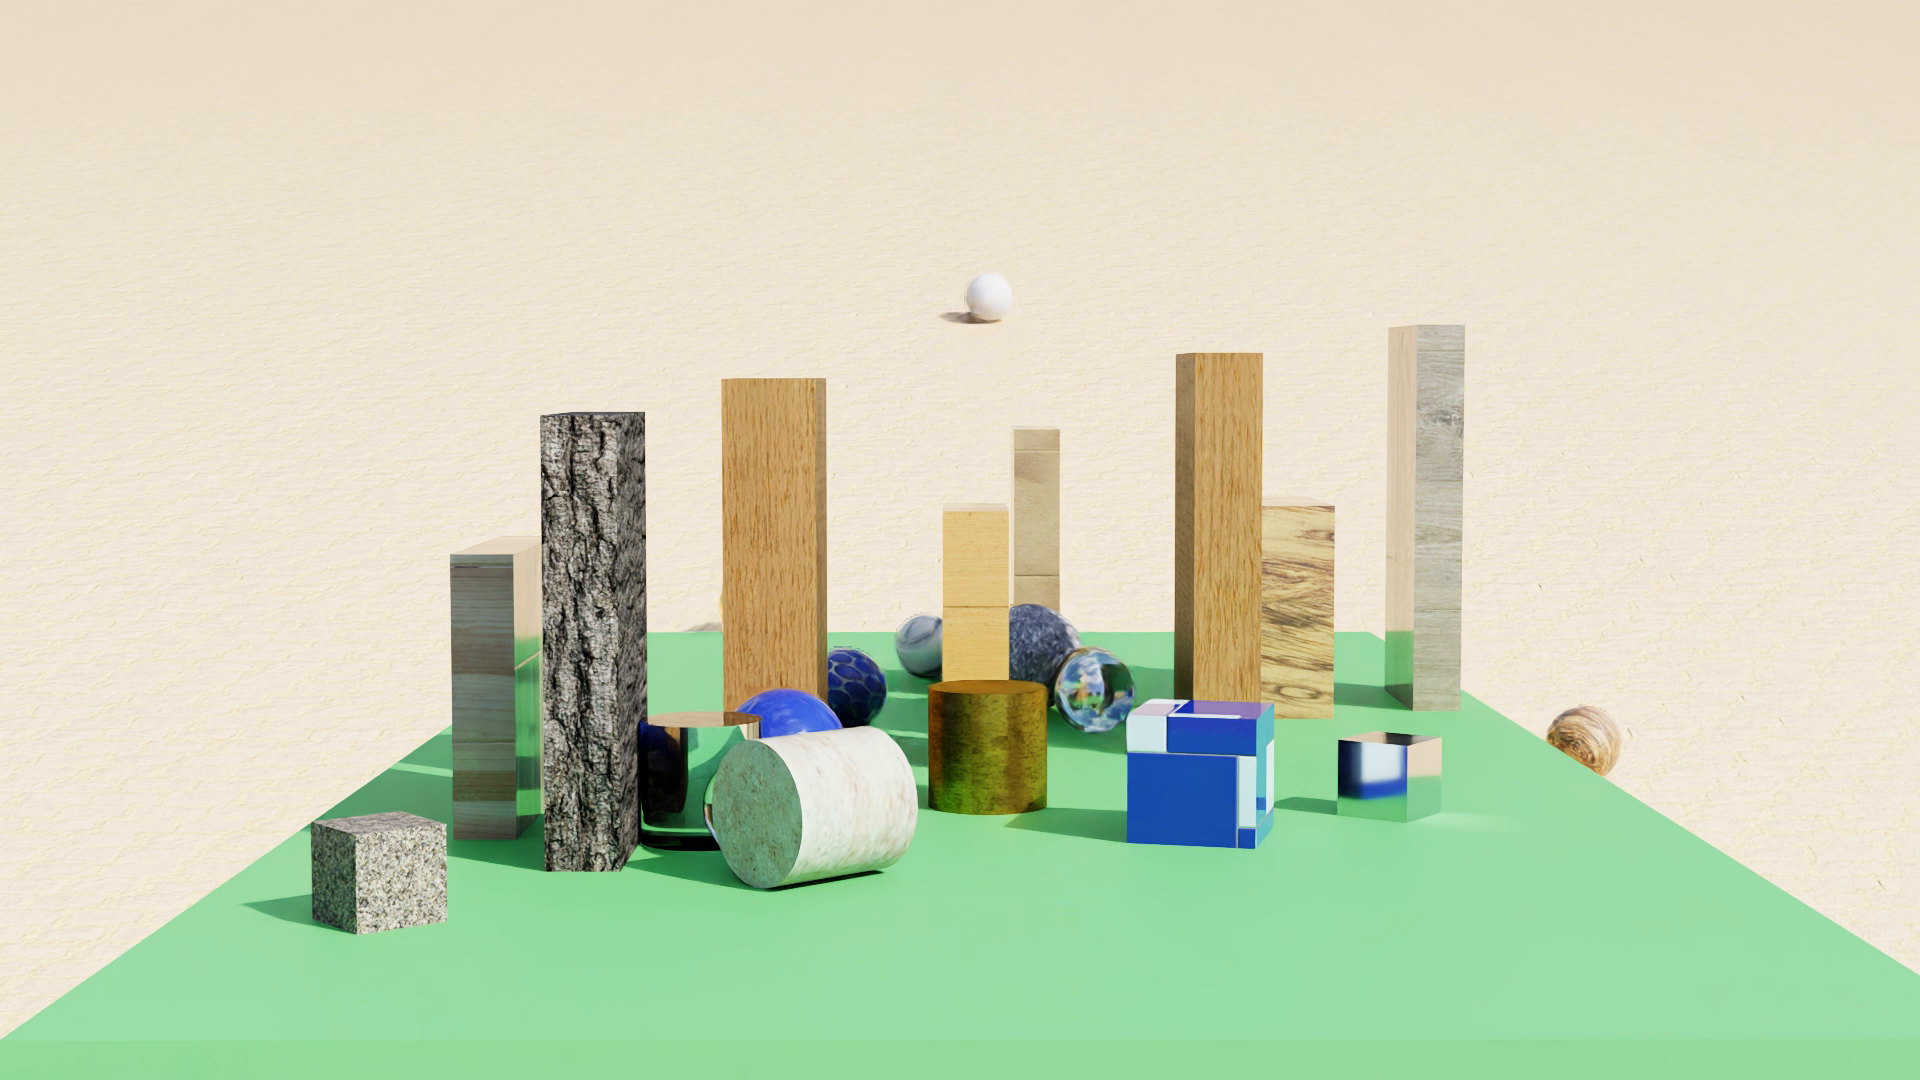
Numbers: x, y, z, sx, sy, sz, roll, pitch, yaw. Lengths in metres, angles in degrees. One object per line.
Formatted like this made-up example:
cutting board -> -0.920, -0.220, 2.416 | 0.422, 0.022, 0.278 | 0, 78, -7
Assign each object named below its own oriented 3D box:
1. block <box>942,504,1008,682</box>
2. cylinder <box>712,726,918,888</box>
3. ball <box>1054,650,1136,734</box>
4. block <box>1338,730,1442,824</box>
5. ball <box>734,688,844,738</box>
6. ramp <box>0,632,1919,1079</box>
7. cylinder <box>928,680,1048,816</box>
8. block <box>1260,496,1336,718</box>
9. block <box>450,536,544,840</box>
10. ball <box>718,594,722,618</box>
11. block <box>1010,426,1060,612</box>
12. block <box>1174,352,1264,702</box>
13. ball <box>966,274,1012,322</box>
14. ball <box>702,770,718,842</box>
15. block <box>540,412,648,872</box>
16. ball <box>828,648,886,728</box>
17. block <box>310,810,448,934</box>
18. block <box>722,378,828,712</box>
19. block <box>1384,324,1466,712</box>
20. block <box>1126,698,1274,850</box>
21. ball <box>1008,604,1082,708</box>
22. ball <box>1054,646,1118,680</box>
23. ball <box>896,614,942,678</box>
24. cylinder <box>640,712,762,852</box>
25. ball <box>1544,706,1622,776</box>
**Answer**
block -> 0.026, 0.158, 4.379 | 0.109, 0.430, 0.263 | 0, 4, 0
cylinder -> -0.189, 0.346, 3.343 | 0.190, 0.190, 0.190 | -3, 17, -42
ball -> 0.246, 0.278, 4.693 | 0.151, 0.151, 0.151 | 0, 20, 0
block -> 0.641, 0.352, 3.830 | 0.114, 0.114, 0.114 | 3, 5, 36
ball -> -0.261, 0.316, 3.795 | 0.193, 0.193, 0.193 | 0, 20, 0
ramp -> 0.046, 0.414, 4.536 | 2.000, 0.100, 4.000 | 0, 4, 0
cylinder -> 0.042, 0.313, 3.909 | 0.182, 0.182, 0.182 | 0, 4, 0
block -> 0.638, 0.126, 5.058 | 0.144, 0.406, 0.373 | 0, 4, 0
block -> -0.672, 0.208, 3.819 | 0.089, 0.404, 0.409 | 0, 4, 0
ball -> -0.566, 0.172, 6.725 | 0.134, 0.134, 0.134 | 0, 20, 0
block -> 0.152, 0.043, 5.260 | 0.091, 0.546, 0.327 | 0, 4, 0
block -> 0.451, 0.018, 4.516 | 0.114, 0.692, 0.387 | 0, 4, 0
ball -> 0.111, -0.929, 9.819 | 0.182, 0.182, 0.182 | 0, 20, 0
ball -> -0.278, 0.361, 3.487 | 0.143, 0.143, 0.143 | 0, 20, 0
block -> -0.499, 0.127, 3.529 | 0.099, 0.603, 0.316 | 0, 4, 0
ball -> -0.212, 0.276, 4.695 | 0.155, 0.155, 0.155 | 0, 20, 0
block -> -0.700, 0.399, 3.091 | 0.118, 0.118, 0.118 | -3, 5, -39
block -> -0.288, 0.071, 4.034 | 0.142, 0.649, 0.316 | 0, 4, 0
block -> 0.927, -0.052, 5.135 | 0.093, 0.750, 0.332 | 0, 4, 0
block -> 0.344, 0.330, 3.654 | 0.181, 0.181, 0.181 | 1, 4, 15
ball -> 0.137, 0.229, 4.999 | 0.209, 0.209, 0.209 | 0, 20, 0
ball -> 0.248, 0.272, 4.864 | 0.141, 0.141, 0.141 | 0, 20, 0
ball -> -0.071, 0.230, 5.532 | 0.138, 0.138, 0.138 | 0, 20, 0
cylinder -> -0.364, 0.338, 3.617 | 0.172, 0.172, 0.172 | 0, 4, 0
ball -> 1.432, 0.469, 5.897 | 0.172, 0.172, 0.172 | 0, 20, 0
